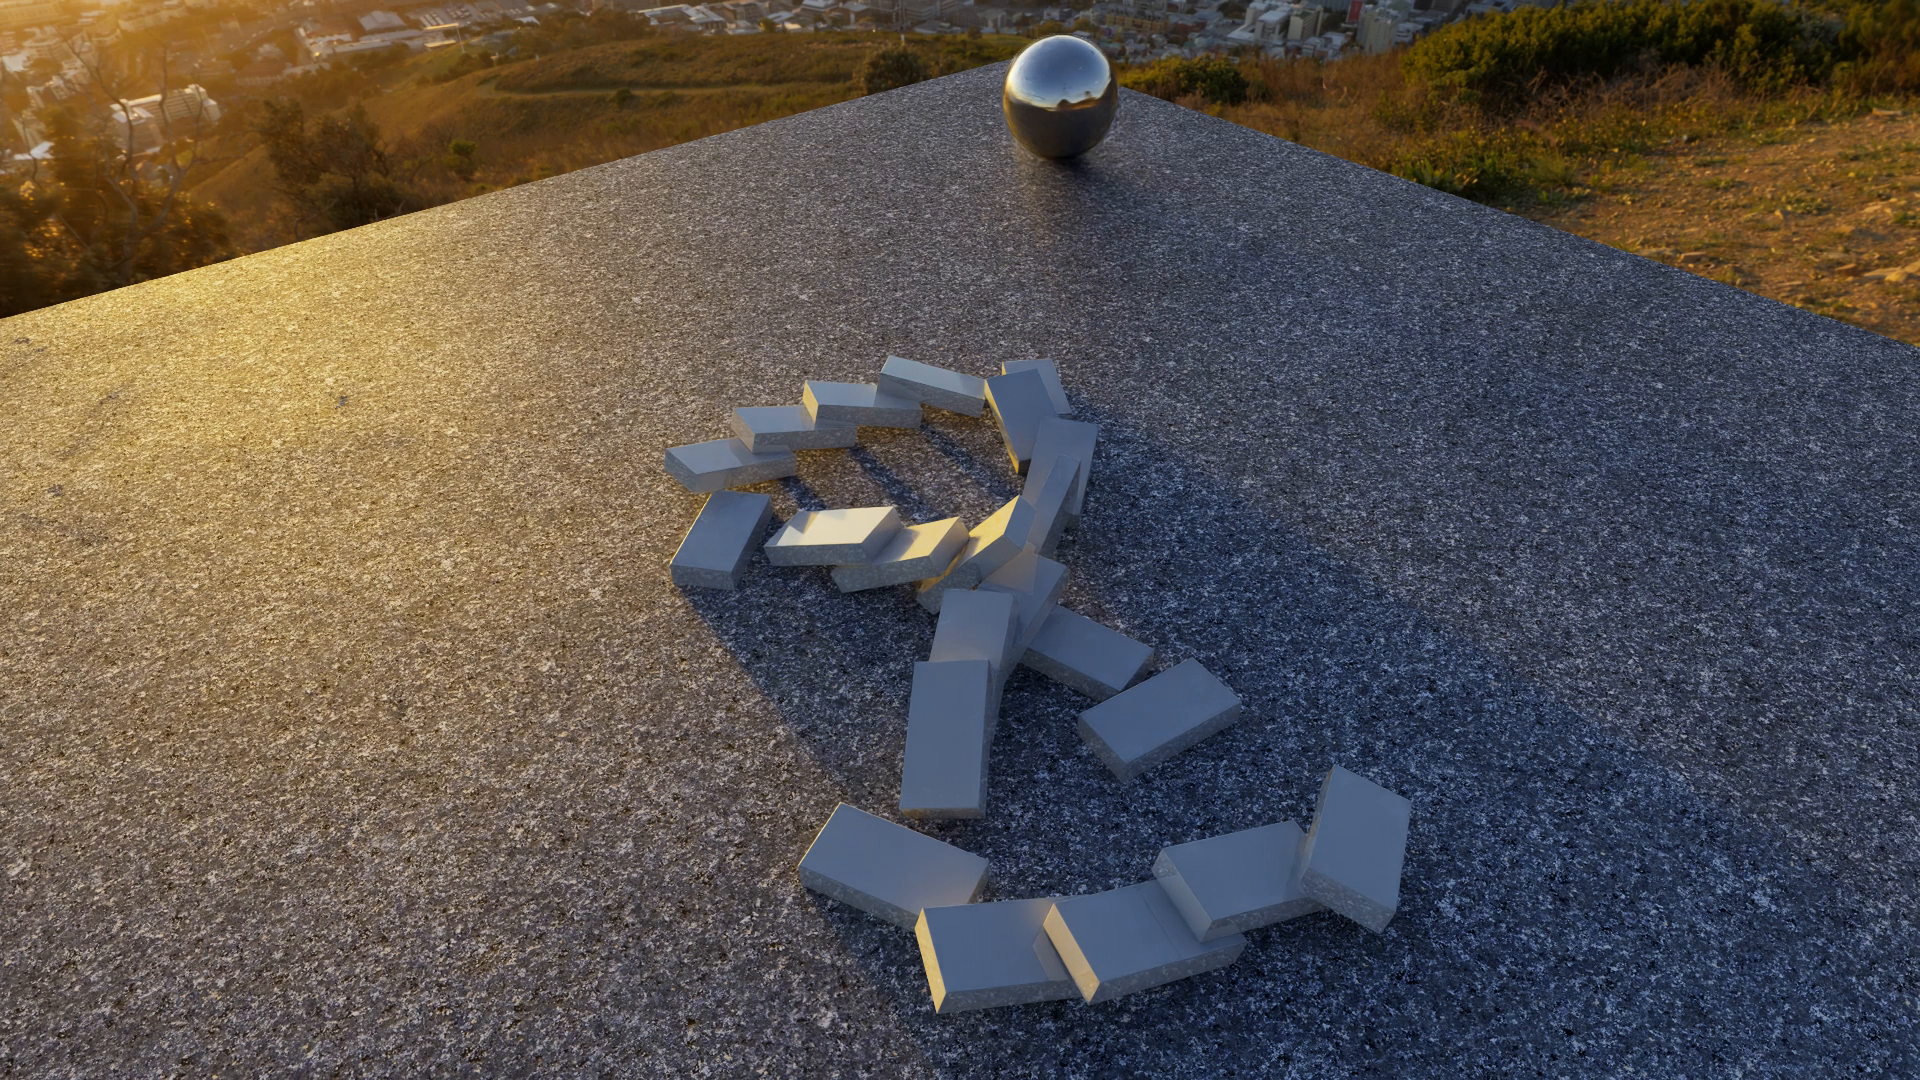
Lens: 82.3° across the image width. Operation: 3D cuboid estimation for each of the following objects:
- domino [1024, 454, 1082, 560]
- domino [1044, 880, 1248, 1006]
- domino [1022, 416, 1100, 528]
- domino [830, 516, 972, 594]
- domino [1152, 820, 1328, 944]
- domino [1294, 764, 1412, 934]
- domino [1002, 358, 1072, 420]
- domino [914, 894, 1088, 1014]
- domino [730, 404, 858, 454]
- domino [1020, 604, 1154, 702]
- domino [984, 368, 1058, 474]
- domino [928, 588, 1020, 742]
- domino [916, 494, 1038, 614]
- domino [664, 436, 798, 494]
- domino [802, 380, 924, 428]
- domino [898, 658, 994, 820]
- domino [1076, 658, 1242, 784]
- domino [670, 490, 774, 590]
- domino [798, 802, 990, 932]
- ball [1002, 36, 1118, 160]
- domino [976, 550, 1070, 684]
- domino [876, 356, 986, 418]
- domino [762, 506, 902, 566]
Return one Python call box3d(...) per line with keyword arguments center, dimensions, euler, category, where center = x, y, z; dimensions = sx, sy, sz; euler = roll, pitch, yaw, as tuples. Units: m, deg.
box3d(center=(0.034, -0.007, 0.431), dimensions=(0.009, 0.025, 0.050), euler=(17, 55, 14), category="domino")
box3d(center=(0.051, 0.108, 0.301), dimensions=(0.050, 0.009, 0.025), euler=(-2, 36, -29), category="domino")
box3d(center=(0.043, -0.029, 0.469), dimensions=(0.025, 0.009, 0.050), euler=(10, 55, 9), category="domino")
box3d(center=(-0.023, 0.006, 0.417), dimensions=(0.050, 0.010, 0.025), euler=(-11, 28, 38), category="domino")
box3d(center=(0.083, 0.097, 0.315), dimensions=(0.050, 0.010, 0.025), euler=(-3, 37, -28), category="domino")
box3d(center=(0.117, 0.089, 0.324), dimensions=(0.025, 0.009, 0.050), euler=(26, 34, 14), category="domino")
box3d(center=(0.036, -0.070, 0.528), dimensions=(0.025, 0.009, 0.050), euler=(-4, 40, -5), category="domino")
box3d(center=(0.015, 0.111, 0.298), dimensions=(0.050, 0.010, 0.025), euler=(3, 37, -21), category="domino")
box3d(center=(-0.074, -0.051, 0.494), dimensions=(0.050, 0.010, 0.025), euler=(-7, 36, -33), category="domino")
box3d(center=(0.041, 0.040, 0.395), dimensions=(0.050, 0.010, 0.025), euler=(24, 45, 27), category="domino")
box3d(center=(0.031, -0.054, 0.498), dimensions=(0.025, 0.010, 0.050), euler=(-13, 57, -11), category="domino")
box3d(center=(0.003, 0.042, 0.374), dimensions=(0.025, 0.010, 0.050), euler=(4, 63, 18), category="domino")
box3d(center=(0.006, 0.006, 0.409), dimensions=(0.009, 0.050, 0.025), euler=(42, 38, -14), category="domino")
box3d(center=(-0.099, -0.034, 0.474), dimensions=(0.050, 0.009, 0.025), euler=(-16, 40, -41), category="domino")
box3d(center=(-0.045, -0.063, 0.509), dimensions=(0.050, 0.010, 0.025), euler=(0, 33, -24), category="domino")
box3d(center=(-0.004, 0.063, 0.351), dimensions=(0.025, 0.009, 0.050), euler=(-4, 57, 14), category="domino")
box3d(center=(0.067, 0.060, 0.370), dimensions=(0.050, 0.009, 0.025), euler=(-22, 44, -24), category="domino")
box3d(center=(-0.095, -0.001, 0.445), dimensions=(0.025, 0.009, 0.050), euler=(6, 40, 8), category="domino")
box3d(center=(-0.019, 0.098, 0.324), dimensions=(0.050, 0.010, 0.025), euler=(16, 42, 19), category="domino")
box3d(center=(0.069, -0.305, 0.760), dimensions=(0.080, 0.080, 0.080), euler=(0, 39, 0), category="ball")
box3d(center=(0.016, 0.026, 0.394), dimensions=(0.025, 0.010, 0.050), euler=(22, 62, 26), category="domino")
box3d(center=(-0.012, -0.073, 0.522), dimensions=(0.050, 0.010, 0.025), euler=(14, 30, 0), category="domino")
box3d(center=(-0.050, -0.001, 0.431), dimensions=(0.050, 0.009, 0.025), euler=(-2, 33, 34), category="domino")
